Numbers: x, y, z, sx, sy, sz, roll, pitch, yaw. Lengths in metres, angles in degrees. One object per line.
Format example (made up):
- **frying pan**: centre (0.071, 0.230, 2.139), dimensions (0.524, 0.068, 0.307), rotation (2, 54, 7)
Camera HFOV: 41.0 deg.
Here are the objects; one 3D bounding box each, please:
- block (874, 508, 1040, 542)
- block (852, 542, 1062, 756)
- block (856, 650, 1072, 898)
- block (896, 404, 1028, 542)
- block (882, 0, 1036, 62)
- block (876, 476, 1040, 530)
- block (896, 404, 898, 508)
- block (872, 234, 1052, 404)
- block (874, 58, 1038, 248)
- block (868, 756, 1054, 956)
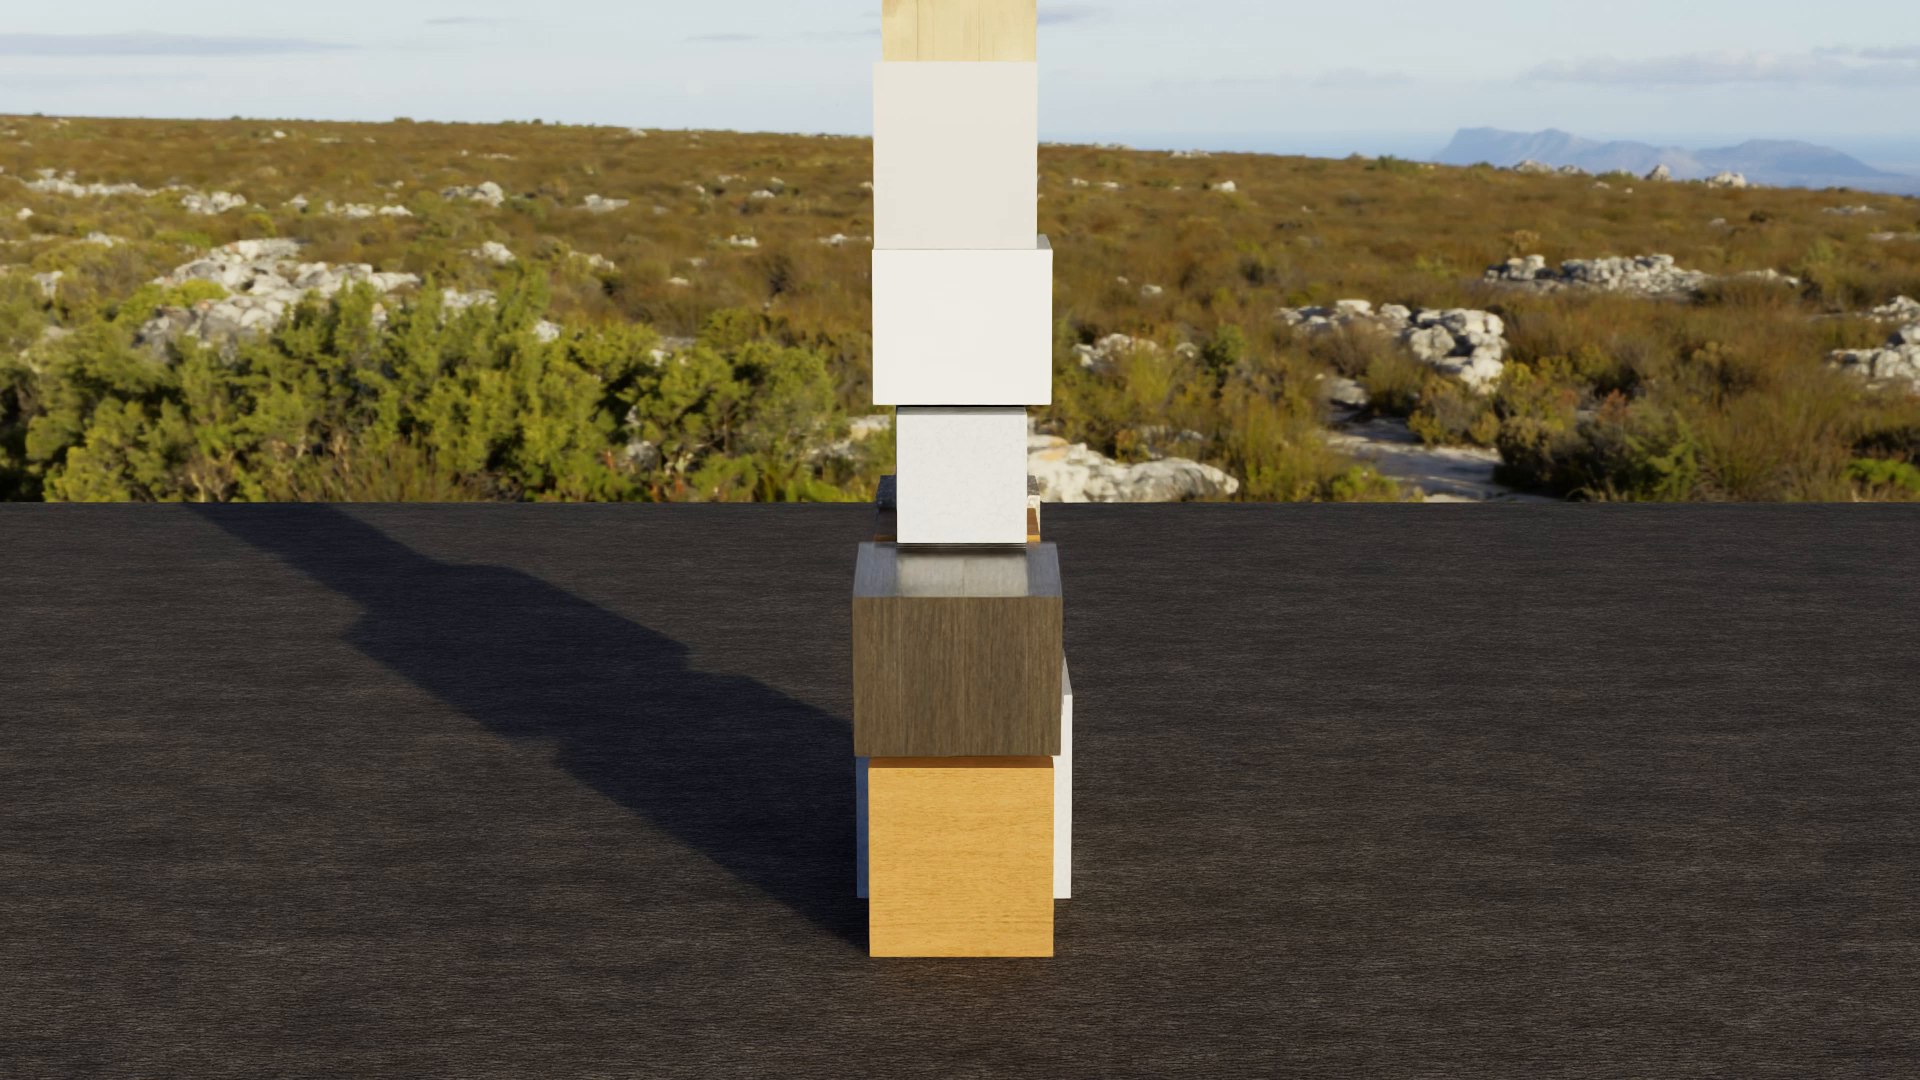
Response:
- **block**: centre (-0.012, 0.255, 11.221), dimensions (0.697, 0.684, 0.698), rotation (0, 10, 0)
- **block**: centre (-0.010, 0.436, 10.491), dimensions (0.825, 0.670, 0.729), rotation (0, 17, 0)
- **block**: centre (0.017, 1.024, 11.417), dimensions (0.921, 0.900, 0.874), rotation (0, 10, 0)
- **block**: centre (0.008, -0.301, 10.876), dimensions (0.536, 0.532, 0.559), rotation (0, 10, 0)
- **block**: centre (-0.003, -2.291, 10.733), dimensions (0.631, 0.556, 0.584), rotation (0, 12, 0)
- **block**: centre (-0.009, 0.108, 11.948), dimensions (0.736, 0.730, 0.740), rotation (0, 8, 0)
- **block**: centre (-0.017, -0.443, 11.408), dimensions (0.527, 0.527, 0.481), rotation (0, 12, 0)
- **block**: centre (0.009, -0.959, 11.010), dimensions (0.741, 0.645, 0.781), rotation (0, 12, 0)
- **block**: centre (-0.019, -1.647, 10.867), dimensions (0.670, 0.760, 0.708), rotation (0, 12, 0)
- **block**: centre (0.006, 1.227, 10.627), dimensions (0.739, 0.783, 0.732), rotation (0, 10, 0)
